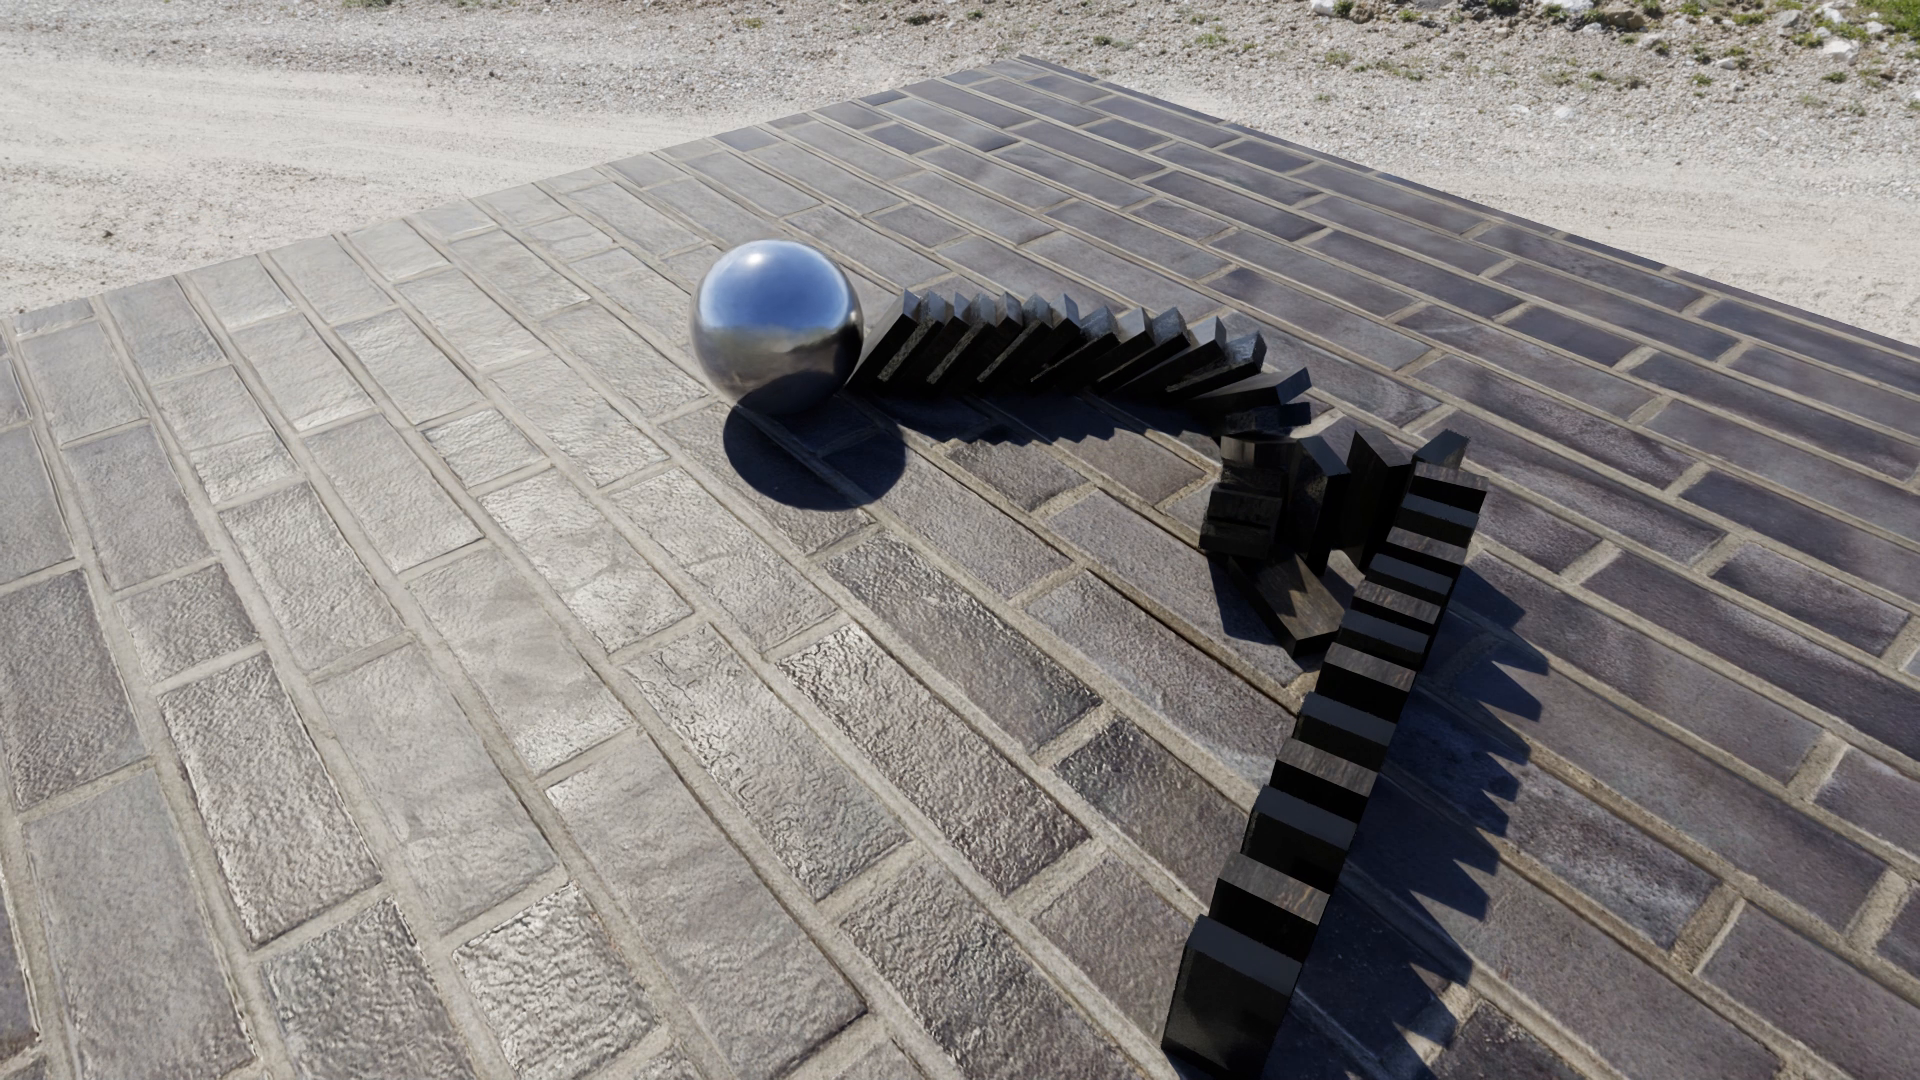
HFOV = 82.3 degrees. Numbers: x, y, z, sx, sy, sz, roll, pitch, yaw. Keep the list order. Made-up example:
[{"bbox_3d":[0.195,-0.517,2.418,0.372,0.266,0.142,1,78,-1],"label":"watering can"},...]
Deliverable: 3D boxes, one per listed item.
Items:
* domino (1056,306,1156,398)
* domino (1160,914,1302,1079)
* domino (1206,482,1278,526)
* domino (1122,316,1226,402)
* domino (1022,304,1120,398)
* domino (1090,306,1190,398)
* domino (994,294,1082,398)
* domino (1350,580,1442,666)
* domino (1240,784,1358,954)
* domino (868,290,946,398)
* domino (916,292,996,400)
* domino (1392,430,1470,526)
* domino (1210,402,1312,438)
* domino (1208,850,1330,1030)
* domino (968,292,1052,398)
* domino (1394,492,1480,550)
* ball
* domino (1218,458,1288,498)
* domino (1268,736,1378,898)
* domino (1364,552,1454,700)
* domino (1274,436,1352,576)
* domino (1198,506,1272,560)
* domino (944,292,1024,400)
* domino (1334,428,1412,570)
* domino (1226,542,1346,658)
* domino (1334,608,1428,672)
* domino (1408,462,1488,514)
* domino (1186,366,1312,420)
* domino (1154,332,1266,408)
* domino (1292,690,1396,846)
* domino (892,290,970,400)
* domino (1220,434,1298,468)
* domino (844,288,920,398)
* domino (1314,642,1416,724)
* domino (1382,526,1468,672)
[{"bbox_3d":[0.069,-0.091,0.532,0.050,0.010,0.025,-29,32,24],"label":"domino"},{"bbox_3d":[0.066,0.115,0.271,0.025,0.050,0.010,21,44,24],"label":"domino"},{"bbox_3d":[0.113,-0.015,0.440,0.025,0.010,0.050,10,9,13],"label":"domino"},{"bbox_3d":[0.102,-0.087,0.527,0.050,0.009,0.025,-25,27,31],"label":"domino"},{"bbox_3d":[0.053,-0.091,0.533,0.050,0.009,0.025,-30,33,23],"label":"domino"},{"bbox_3d":[0.086,-0.091,0.532,0.050,0.009,0.025,-29,31,24],"label":"domino"},{"bbox_3d":[0.036,-0.094,0.531,0.009,0.050,0.025,35,31,-25],"label":"domino"},{"bbox_3d":[0.138,0.039,0.364,0.025,0.050,0.010,22,44,24],"label":"domino"},{"bbox_3d":[0.089,0.091,0.301,0.025,0.050,0.010,21,44,24],"label":"domino"},{"bbox_3d":[-0.026,-0.094,0.530,0.010,0.050,0.025,30,33,-22],"label":"domino"},{"bbox_3d":[-0.002,-0.093,0.528,0.010,0.050,0.025,31,33,-22],"label":"domino"},{"bbox_3d":[0.182,-0.016,0.431,0.025,0.050,0.009,-31,48,-32],"label":"domino"},{"bbox_3d":[0.132,-0.053,0.486,0.025,0.009,0.050,-7,3,-8],"label":"domino"},{"bbox_3d":[0.077,0.104,0.285,0.025,0.050,0.009,21,44,24],"label":"domino"},{"bbox_3d":[0.023,-0.093,0.530,0.009,0.050,0.025,34,32,-24],"label":"domino"},{"bbox_3d":[0.168,0.009,0.400,0.025,0.050,0.009,21,44,23],"label":"domino"},{"bbox_3d":[-0.084,-0.098,0.508,0.080,0.080,0.080,0,39,0],"label":"ball"},{"bbox_3d":[0.121,-0.026,0.456,0.025,0.010,0.050,10,9,12],"label":"domino"},{"bbox_3d":[0.099,0.080,0.313,0.025,0.050,0.009,21,44,24],"label":"domino"},{"bbox_3d":[0.147,0.030,0.375,0.025,0.050,0.009,22,44,25],"label":"domino"},{"bbox_3d":[0.136,-0.012,0.426,0.010,0.050,0.025,-8,40,-10],"label":"domino"},{"bbox_3d":[0.107,-0.003,0.429,0.025,0.010,0.050,10,11,12],"label":"domino"},{"bbox_3d":[0.010,-0.093,0.529,0.009,0.050,0.025,31,33,-23],"label":"domino"},{"bbox_3d":[0.160,-0.016,0.431,0.009,0.050,0.025,-8,40,-10],"label":"domino"},{"bbox_3d":[0.125,0.022,0.417,0.025,0.009,0.050,-11,41,-13],"label":"domino"},{"bbox_3d":[0.130,0.047,0.354,0.025,0.050,0.009,20,43,23],"label":"domino"},{"bbox_3d":[0.179,-0.004,0.416,0.025,0.050,0.010,16,42,18],"label":"domino"},{"bbox_3d":[0.132,-0.067,0.505,0.025,0.010,0.050,-31,17,-34],"label":"domino"},{"bbox_3d":[0.118,-0.080,0.521,0.050,0.009,0.025,-18,28,35],"label":"domino"},{"bbox_3d":[0.110,0.070,0.326,0.025,0.050,0.009,21,44,23],"label":"domino"},{"bbox_3d":[-0.014,-0.094,0.529,0.010,0.050,0.025,31,33,-22],"label":"domino"},{"bbox_3d":[0.131,-0.039,0.472,0.025,0.010,0.050,-2,9,-2],"label":"domino"},{"bbox_3d":[-0.038,-0.095,0.531,0.010,0.050,0.025,30,33,-22],"label":"domino"},{"bbox_3d":[0.122,0.057,0.342,0.025,0.050,0.010,20,44,23],"label":"domino"},{"bbox_3d":[0.157,0.021,0.386,0.025,0.050,0.009,21,44,23],"label":"domino"}]
